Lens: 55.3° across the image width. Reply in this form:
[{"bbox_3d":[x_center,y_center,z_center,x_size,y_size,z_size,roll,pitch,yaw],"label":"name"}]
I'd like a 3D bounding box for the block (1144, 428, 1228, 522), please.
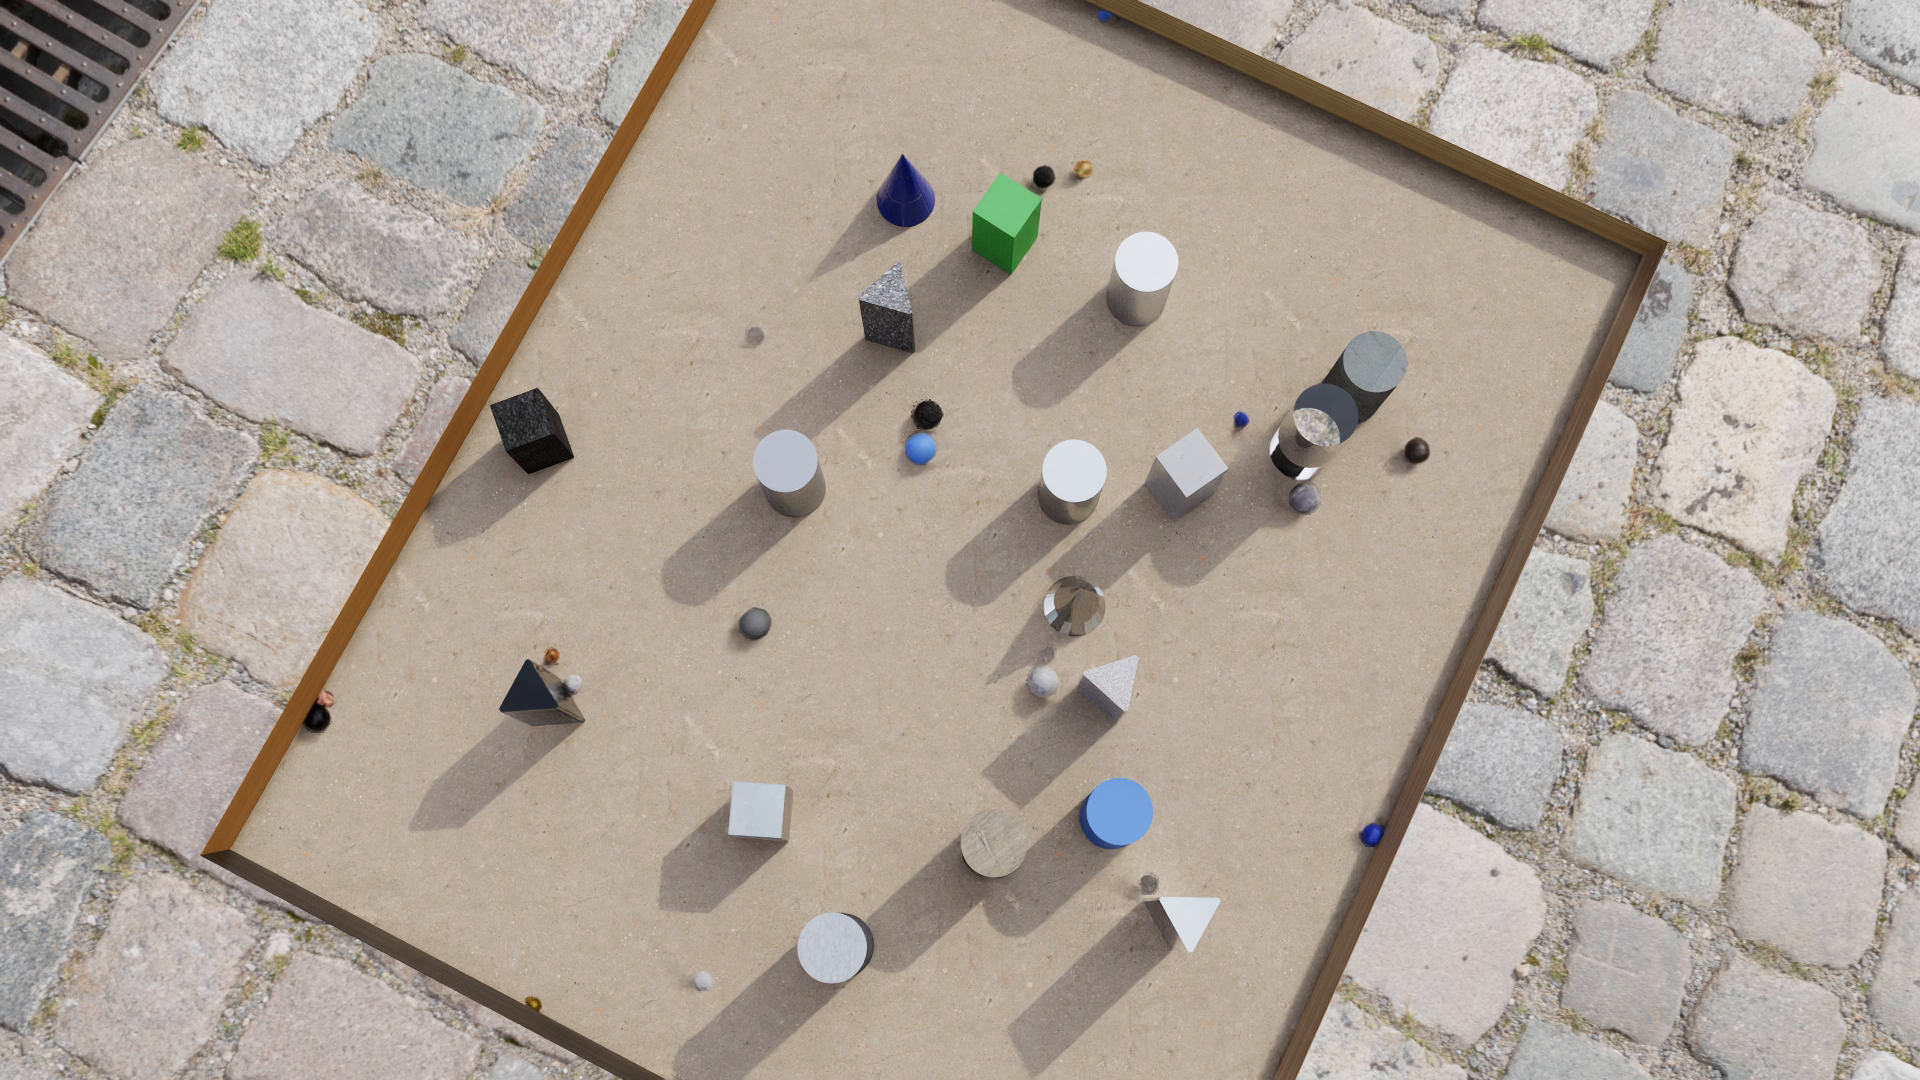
[{"bbox_3d":[0.673,-0.191,5.483,0.150,0.338,0.150,-34,80,-7],"label":"block"}]

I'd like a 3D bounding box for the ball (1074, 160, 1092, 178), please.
[{"bbox_3d":[0.391,-1.181,5.833,0.054,0.054,0.054,0,78,0],"label":"ball"}]

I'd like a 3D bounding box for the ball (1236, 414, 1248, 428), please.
[{"bbox_3d":[0.873,-0.369,5.671,0.042,0.042,0.042,0,78,0],"label":"ball"}]

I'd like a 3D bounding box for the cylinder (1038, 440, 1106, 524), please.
[{"bbox_3d":[0.334,-0.170,5.492,0.188,0.313,0.188,0,78,0],"label":"cylinder"}]

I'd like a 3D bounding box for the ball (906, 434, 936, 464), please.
[{"bbox_3d":[-0.118,-0.282,5.627,0.093,0.093,0.093,0,78,0],"label":"ball"}]

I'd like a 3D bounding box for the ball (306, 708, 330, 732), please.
[{"bbox_3d":[-1.915,0.535,5.470,0.071,0.071,0.071,0,78,0],"label":"ball"}]

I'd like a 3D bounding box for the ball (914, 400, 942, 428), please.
[{"bbox_3d":[-0.098,-0.387,5.651,0.089,0.089,0.089,0,78,0],"label":"ball"}]

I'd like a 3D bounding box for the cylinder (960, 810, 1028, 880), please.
[{"bbox_3d":[0.096,0.878,5.267,0.188,0.329,0.188,0,78,0],"label":"cylinder"}]

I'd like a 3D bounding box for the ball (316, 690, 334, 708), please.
[{"bbox_3d":[-1.903,0.478,5.490,0.053,0.053,0.053,0,78,0],"label":"ball"}]

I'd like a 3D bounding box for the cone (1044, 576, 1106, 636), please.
[{"bbox_3d":[0.349,0.169,5.424,0.188,0.309,0.188,0,78,0],"label":"cone"}]

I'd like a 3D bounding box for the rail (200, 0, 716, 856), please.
[{"bbox_3d":[-1.364,-0.661,5.690,0.045,0.122,3.647,26,80,5],"label":"rail"}]

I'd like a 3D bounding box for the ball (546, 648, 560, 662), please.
[{"bbox_3d":[-1.228,0.349,5.523,0.041,0.041,0.041,0,78,0],"label":"ball"}]

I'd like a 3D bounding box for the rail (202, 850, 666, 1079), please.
[{"bbox_3d":[-0.805,1.583,5.226,3.096,0.122,0.045,26,80,5],"label":"rail"}]

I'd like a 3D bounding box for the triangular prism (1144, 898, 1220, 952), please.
[{"bbox_3d":[0.602,1.051,5.172,0.141,0.445,0.162,31,80,6],"label":"triangular prism"}]

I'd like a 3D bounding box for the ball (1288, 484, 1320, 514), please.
[{"bbox_3d":[1.051,-0.128,5.596,0.092,0.092,0.092,0,78,0],"label":"ball"}]

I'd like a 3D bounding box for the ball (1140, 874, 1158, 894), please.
[{"bbox_3d":[0.553,1.010,5.380,0.055,0.055,0.055,0,78,0],"label":"ball"}]

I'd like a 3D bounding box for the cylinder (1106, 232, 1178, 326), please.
[{"bbox_3d":[0.555,-0.795,5.613,0.188,0.329,0.188,0,78,0],"label":"cylinder"}]

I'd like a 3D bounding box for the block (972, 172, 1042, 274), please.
[{"bbox_3d":[0.142,-0.972,5.654,0.150,0.321,0.150,33,80,6],"label":"block"}]

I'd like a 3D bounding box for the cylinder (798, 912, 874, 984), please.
[{"bbox_3d":[-0.346,1.145,5.161,0.188,0.428,0.188,0,78,0],"label":"cylinder"}]

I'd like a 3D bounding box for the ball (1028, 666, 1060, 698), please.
[{"bbox_3d":[0.251,0.425,5.481,0.093,0.093,0.093,0,78,0],"label":"ball"}]

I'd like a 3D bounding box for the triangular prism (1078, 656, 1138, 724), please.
[{"bbox_3d":[0.459,0.413,5.371,0.162,0.314,0.141,42,81,8],"label":"triangular prism"}]

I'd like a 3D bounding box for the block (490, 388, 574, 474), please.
[{"bbox_3d":[-1.290,-0.326,5.536,0.150,0.290,0.150,-21,79,-4],"label":"block"}]

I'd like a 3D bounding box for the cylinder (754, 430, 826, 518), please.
[{"bbox_3d":[-0.507,-0.195,5.484,0.188,0.339,0.188,0,78,0],"label":"cylinder"}]

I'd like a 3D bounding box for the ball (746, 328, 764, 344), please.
[{"bbox_3d":[-0.640,-0.638,5.722,0.051,0.051,0.051,0,78,0],"label":"ball"}]

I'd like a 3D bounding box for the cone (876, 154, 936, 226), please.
[{"bbox_3d":[-0.172,-1.122,5.667,0.188,0.356,0.188,0,78,0],"label":"cone"}]

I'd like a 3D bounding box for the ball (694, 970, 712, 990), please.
[{"bbox_3d":[-0.745,1.279,5.325,0.053,0.053,0.053,0,78,0],"label":"ball"}]

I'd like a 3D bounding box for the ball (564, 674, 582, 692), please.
[{"bbox_3d":[-1.162,0.430,5.499,0.056,0.056,0.056,0,78,0],"label":"ball"}]

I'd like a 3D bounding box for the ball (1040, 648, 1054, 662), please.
[{"bbox_3d":[0.263,0.347,5.521,0.046,0.046,0.046,0,78,0],"label":"ball"}]

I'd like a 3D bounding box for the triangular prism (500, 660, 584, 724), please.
[{"bbox_3d":[-1.212,0.442,5.329,0.162,0.383,0.141,-4,78,-1],"label":"triangular prism"}]

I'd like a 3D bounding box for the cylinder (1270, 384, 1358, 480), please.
[{"bbox_3d":[1.053,-0.319,5.474,0.188,0.409,0.188,0,78,0],"label":"cylinder"}]

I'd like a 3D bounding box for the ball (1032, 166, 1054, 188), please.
[{"bbox_3d":[0.266,-1.153,5.820,0.069,0.069,0.069,0,78,0],"label":"ball"}]

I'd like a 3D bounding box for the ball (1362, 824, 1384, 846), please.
[{"bbox_3d":[1.218,0.868,5.403,0.065,0.065,0.065,0,78,0],"label":"ball"}]

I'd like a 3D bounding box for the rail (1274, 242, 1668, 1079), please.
[{"bbox_3d":[1.364,0.674,5.414,0.045,0.122,3.647,26,80,5],"label":"rail"}]

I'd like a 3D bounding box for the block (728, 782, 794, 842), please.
[{"bbox_3d":[-0.576,0.790,5.323,0.150,0.255,0.150,4,78,1],"label":"block"}]

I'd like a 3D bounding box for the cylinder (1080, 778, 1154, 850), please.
[{"bbox_3d":[0.449,0.793,5.293,0.188,0.312,0.188,0,78,0],"label":"cylinder"}]

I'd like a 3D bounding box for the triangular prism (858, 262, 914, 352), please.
[{"bbox_3d":[-0.200,-0.713,5.569,0.162,0.383,0.141,17,79,3],"label":"triangular prism"}]

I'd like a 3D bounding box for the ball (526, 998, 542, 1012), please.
[{"bbox_3d":[-1.236,1.351,5.313,0.047,0.047,0.047,0,78,0],"label":"ball"}]

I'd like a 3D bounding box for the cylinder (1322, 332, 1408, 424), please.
[{"bbox_3d":[1.215,-0.487,5.537,0.188,0.353,0.188,0,78,0],"label":"cylinder"}]

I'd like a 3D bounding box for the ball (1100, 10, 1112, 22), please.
[{"bbox_3d":[0.474,-1.702,5.948,0.041,0.041,0.041,0,78,0],"label":"ball"}]

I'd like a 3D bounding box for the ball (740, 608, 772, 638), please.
[{"bbox_3d":[-0.615,0.250,5.517,0.094,0.094,0.094,0,78,0],"label":"ball"}]

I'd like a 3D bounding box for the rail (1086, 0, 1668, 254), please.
[{"bbox_3d":[0.805,-1.570,5.878,3.096,0.122,0.045,26,80,5],"label":"rail"}]

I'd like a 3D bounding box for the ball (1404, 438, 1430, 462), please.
[{"bbox_3d":[1.406,-0.276,5.634,0.078,0.078,0.078,0,78,0],"label":"ball"}]
